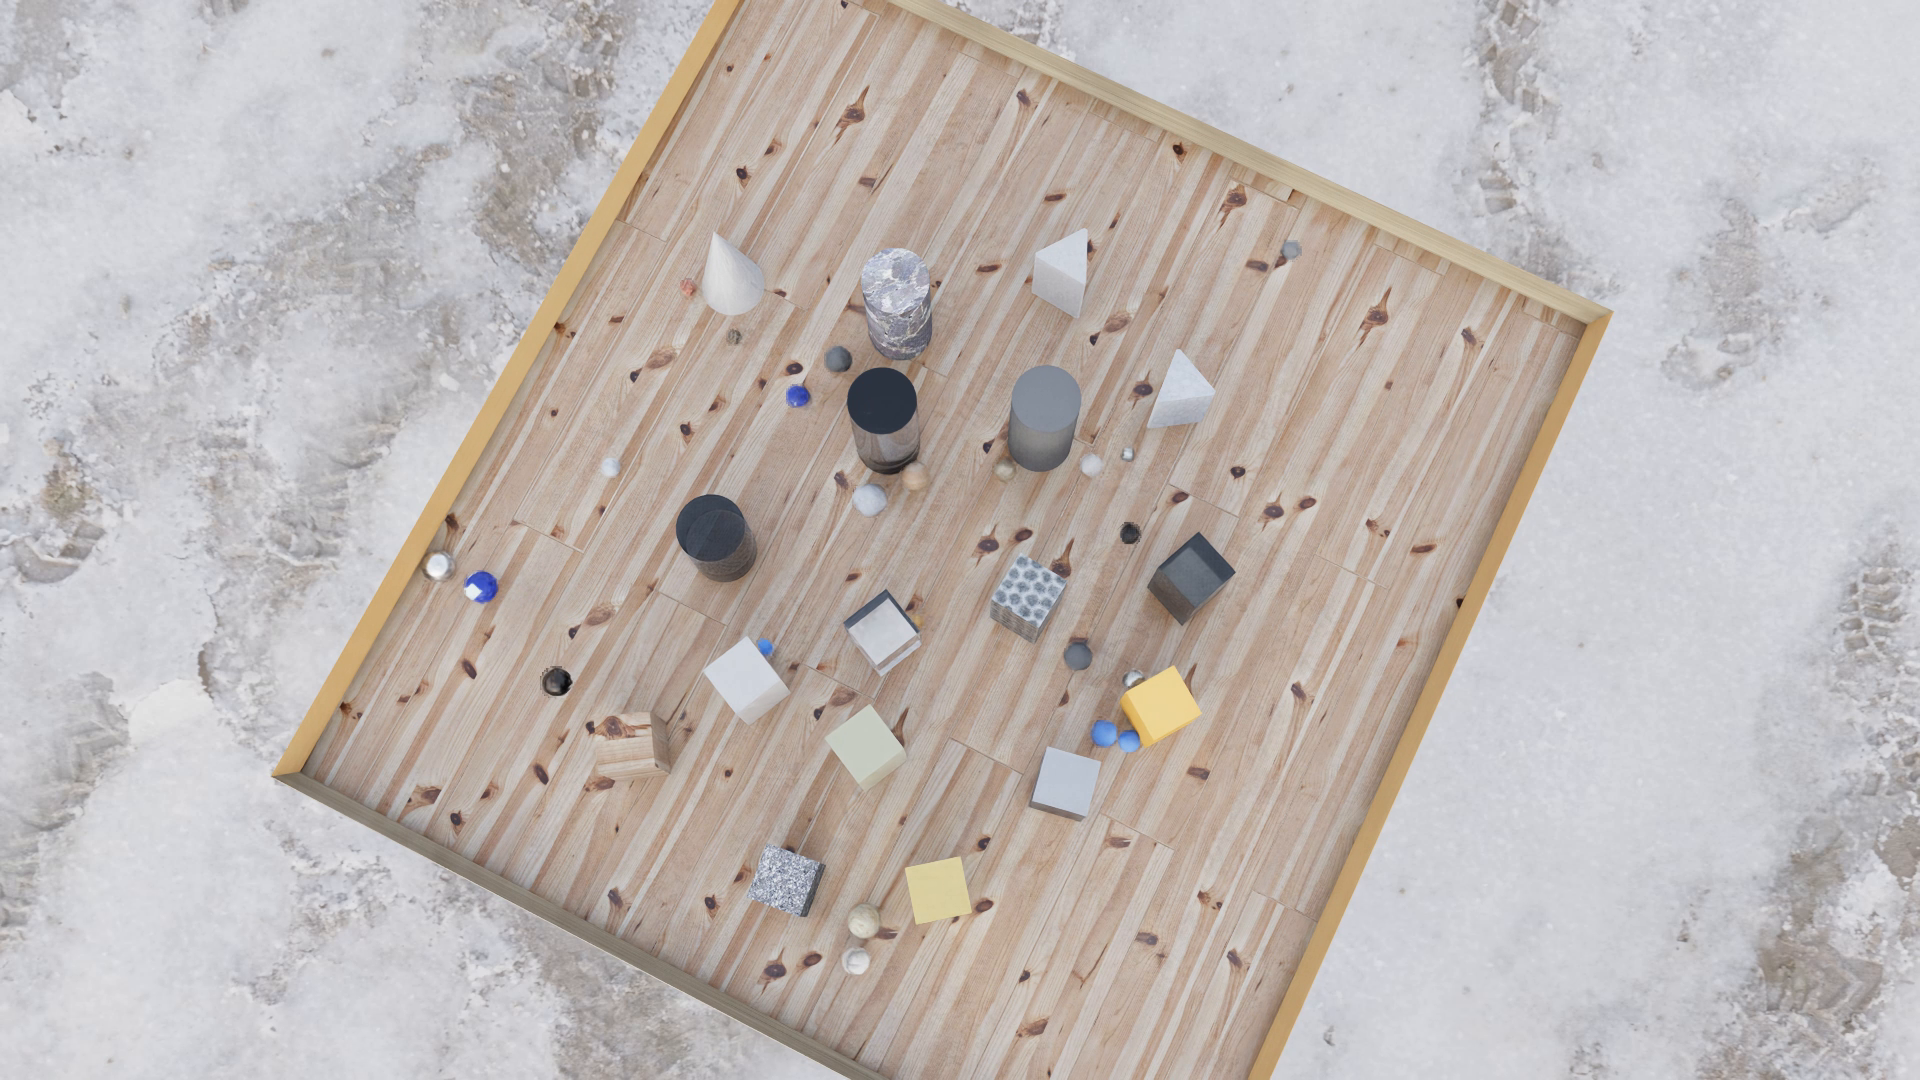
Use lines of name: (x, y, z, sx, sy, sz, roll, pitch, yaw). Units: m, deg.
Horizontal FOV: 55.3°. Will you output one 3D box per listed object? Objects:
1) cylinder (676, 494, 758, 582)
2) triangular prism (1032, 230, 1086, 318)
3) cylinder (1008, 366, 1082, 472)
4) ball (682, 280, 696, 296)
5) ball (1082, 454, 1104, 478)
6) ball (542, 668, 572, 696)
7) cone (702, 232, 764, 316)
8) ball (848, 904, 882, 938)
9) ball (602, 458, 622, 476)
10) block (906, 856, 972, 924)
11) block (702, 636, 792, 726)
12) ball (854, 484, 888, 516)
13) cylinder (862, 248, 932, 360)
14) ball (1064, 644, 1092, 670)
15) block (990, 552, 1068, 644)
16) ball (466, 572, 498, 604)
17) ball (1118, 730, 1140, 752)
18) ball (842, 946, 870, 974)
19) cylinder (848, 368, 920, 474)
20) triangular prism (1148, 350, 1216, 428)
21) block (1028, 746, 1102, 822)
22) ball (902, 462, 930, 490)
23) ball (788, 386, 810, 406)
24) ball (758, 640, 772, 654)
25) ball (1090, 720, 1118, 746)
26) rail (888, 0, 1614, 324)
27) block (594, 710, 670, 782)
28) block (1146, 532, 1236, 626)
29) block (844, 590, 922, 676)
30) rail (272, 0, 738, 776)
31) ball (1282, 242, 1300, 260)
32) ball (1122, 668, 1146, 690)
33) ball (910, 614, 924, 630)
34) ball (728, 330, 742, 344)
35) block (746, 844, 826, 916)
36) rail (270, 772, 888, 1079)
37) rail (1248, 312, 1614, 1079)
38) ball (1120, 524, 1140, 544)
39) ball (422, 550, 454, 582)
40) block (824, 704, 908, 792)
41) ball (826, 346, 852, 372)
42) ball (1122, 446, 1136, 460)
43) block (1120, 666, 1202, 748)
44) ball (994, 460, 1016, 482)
cylinder: (-0.720, -0.001, 5.448, 0.199, 0.331, 0.199, 0, 78, 0)
triangular prism: (0.337, -0.837, 5.625, 0.173, 0.322, 0.150, 31, 80, 6)
cylinder: (0.247, -0.355, 5.450, 0.199, 0.469, 0.199, 0, 78, 0)
ball: (-0.852, -0.791, 5.756, 0.047, 0.047, 0.047, 0, 78, 0)
ball: (0.407, -0.227, 5.629, 0.069, 0.069, 0.069, 0, 78, 0)
ball: (-1.205, 0.426, 5.485, 0.086, 0.086, 0.086, 0, 78, 0)
cone: (-0.716, -0.852, 5.556, 0.199, 0.465, 0.199, 0, 78, 0)
ball: (-0.276, 1.111, 5.337, 0.098, 0.098, 0.098, 0, 78, 0)
ball: (-1.071, -0.225, 5.633, 0.059, 0.059, 0.059, 0, 78, 0)
block: (-0.061, 1.009, 5.267, 0.160, 0.275, 0.160, -11, 79, -2)
block: (-0.621, 0.416, 5.367, 0.160, 0.319, 0.160, -38, 81, -7)
ball: (-0.272, -0.124, 5.591, 0.100, 0.100, 0.100, 0, 78, 0)
cylinder: (-0.187, -0.705, 5.529, 0.199, 0.458, 0.199, 0, 78, 0)
ball: (0.356, 0.351, 5.502, 0.083, 0.083, 0.083, 0, 78, 0)
block: (0.199, 0.177, 5.411, 0.160, 0.332, 0.160, 31, 80, 6)
ball: (-1.445, 0.143, 5.538, 0.097, 0.097, 0.097, 0, 78, 0)
ball: (0.505, 0.597, 5.459, 0.066, 0.066, 0.066, 0, 78, 0)
ball: (-0.303, 1.222, 5.323, 0.080, 0.080, 0.080, 0, 78, 0)
cylinder: (-0.222, -0.348, 5.445, 0.199, 0.478, 0.199, 0, 78, 0)
triangular prism: (0.657, -0.463, 5.560, 0.173, 0.300, 0.150, -8, 78, -2)
block: (0.302, 0.711, 5.319, 0.160, 0.295, 0.160, 16, 79, 3)
ball: (-0.134, -0.196, 5.612, 0.089, 0.089, 0.089, 0, 78, 0)
ball: (-0.499, -0.446, 5.675, 0.067, 0.067, 0.067, 0, 78, 0)
ball: (-0.587, 0.324, 5.526, 0.045, 0.045, 0.045, 0, 78, 0)
ball: (0.429, 0.574, 5.458, 0.079, 0.079, 0.079, 0, 78, 0)
rail: (0.676, -1.318, 5.822, 2.961, 0.130, 0.045, 26, 80, 5)
block: (-0.952, 0.603, 5.341, 0.160, 0.294, 0.160, -7, 78, -2)
block: (0.682, 0.118, 5.426, 0.160, 0.325, 0.160, -41, 81, -8)
block: (-0.227, 0.277, 5.425, 0.160, 0.263, 0.160, -38, 81, -7)
rail: (-1.303, -0.631, 5.680, 0.045, 0.130, 3.072, 26, 80, 5)
ball: (1.041, -0.912, 5.776, 0.058, 0.058, 0.058, 0, 78, 0)
ball: (0.522, 0.419, 5.496, 0.067, 0.067, 0.067, 0, 78, 0)
ball: (-0.131, 0.248, 5.540, 0.051, 0.051, 0.051, 0, 78, 0)
ball: (-0.703, -0.634, 5.725, 0.044, 0.044, 0.044, 0, 78, 0)
block: (-0.498, 0.982, 5.283, 0.160, 0.255, 0.160, 20, 79, 4)
rail: (-0.676, 1.331, 5.274, 2.961, 0.130, 0.045, 26, 80, 5)
rail: (1.303, 0.645, 5.416, 0.045, 0.130, 3.072, 26, 80, 5)
ball: (0.518, -0.017, 5.589, 0.060, 0.060, 0.060, 0, 78, 0)
ball: (-1.580, 0.080, 5.550, 0.098, 0.098, 0.098, 0, 78, 0)
block: (-0.269, 0.606, 5.309, 0.160, 0.357, 0.160, -37, 81, -7)
ball: (-0.376, -0.560, 5.691, 0.082, 0.082, 0.082, 0, 78, 0)
ball: (0.519, -0.268, 5.650, 0.043, 0.043, 0.043, 0, 78, 0)
block: (0.586, 0.493, 5.386, 0.160, 0.251, 0.160, -28, 80, -6)
ball: (0.138, -0.211, 5.626, 0.067, 0.067, 0.067, 0, 78, 0)
